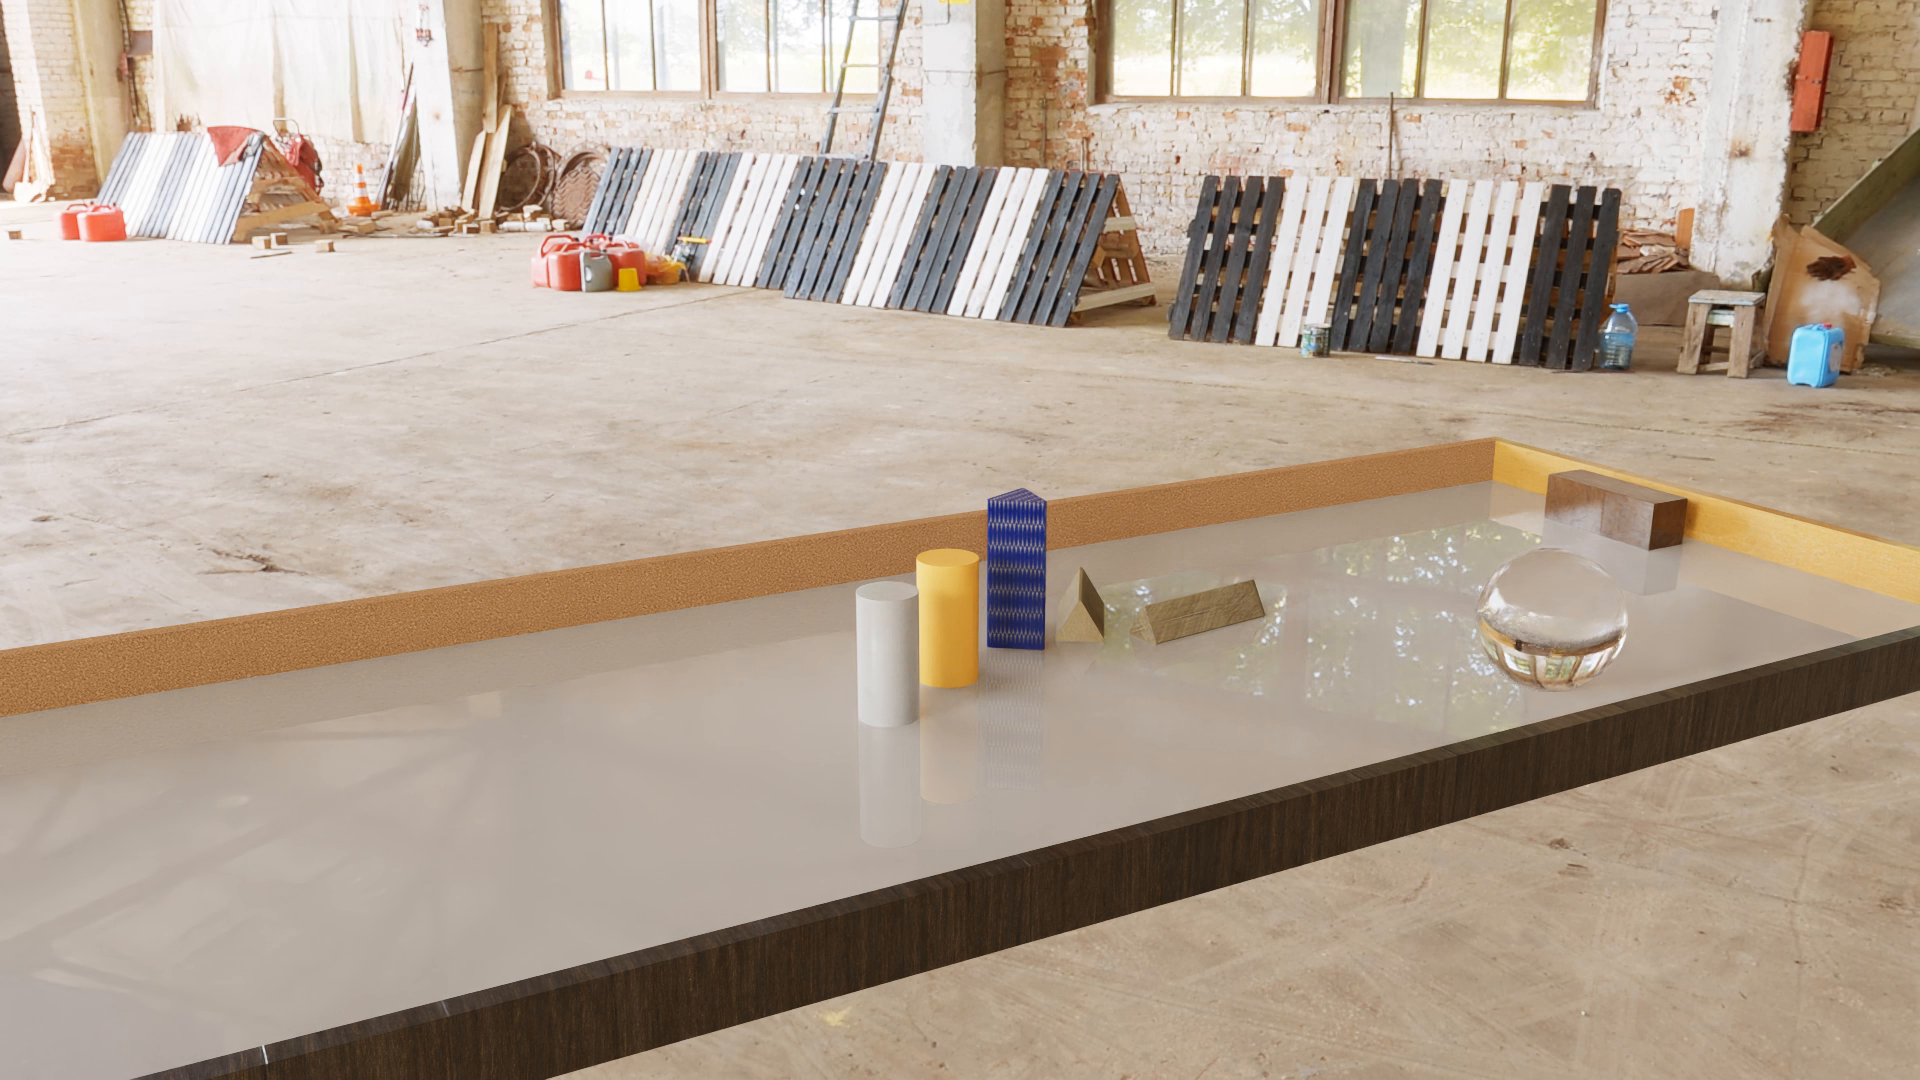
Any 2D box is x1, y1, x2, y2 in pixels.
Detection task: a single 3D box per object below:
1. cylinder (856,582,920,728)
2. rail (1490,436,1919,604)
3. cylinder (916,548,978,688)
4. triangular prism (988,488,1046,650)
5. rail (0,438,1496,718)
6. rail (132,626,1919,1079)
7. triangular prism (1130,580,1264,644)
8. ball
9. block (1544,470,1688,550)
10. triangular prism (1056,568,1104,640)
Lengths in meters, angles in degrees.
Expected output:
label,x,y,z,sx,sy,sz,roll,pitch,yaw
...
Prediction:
label,x,y,z,sx,sy,sz,roll,pitch,yaw
cylinder,-0.169,0.269,3.889,0.148,0.311,0.148,0,16,0
rail,2.466,-0.048,5.253,0.050,0.150,2.100,-9,18,-27
cylinder,-0.031,0.195,4.132,0.155,0.316,0.155,0,16,0
triangular prism,0.158,0.075,4.381,0.152,0.406,0.131,3,17,9
rail,-3.305,0.497,3.399,12.000,0.150,0.050,-9,18,-27
rail,-2.336,1.006,1.665,12.000,0.150,0.050,-9,18,-27
triangular prism,0.659,0.188,4.541,0.406,0.093,0.108,-11,20,-33
ball,1.455,0.196,4.065,0.352,0.352,0.352,0,16,0
block,2.155,-0.104,5.438,0.153,0.153,0.436,-8,18,-26
triangular prism,0.333,0.173,4.558,0.128,0.111,0.306,1,16,5
